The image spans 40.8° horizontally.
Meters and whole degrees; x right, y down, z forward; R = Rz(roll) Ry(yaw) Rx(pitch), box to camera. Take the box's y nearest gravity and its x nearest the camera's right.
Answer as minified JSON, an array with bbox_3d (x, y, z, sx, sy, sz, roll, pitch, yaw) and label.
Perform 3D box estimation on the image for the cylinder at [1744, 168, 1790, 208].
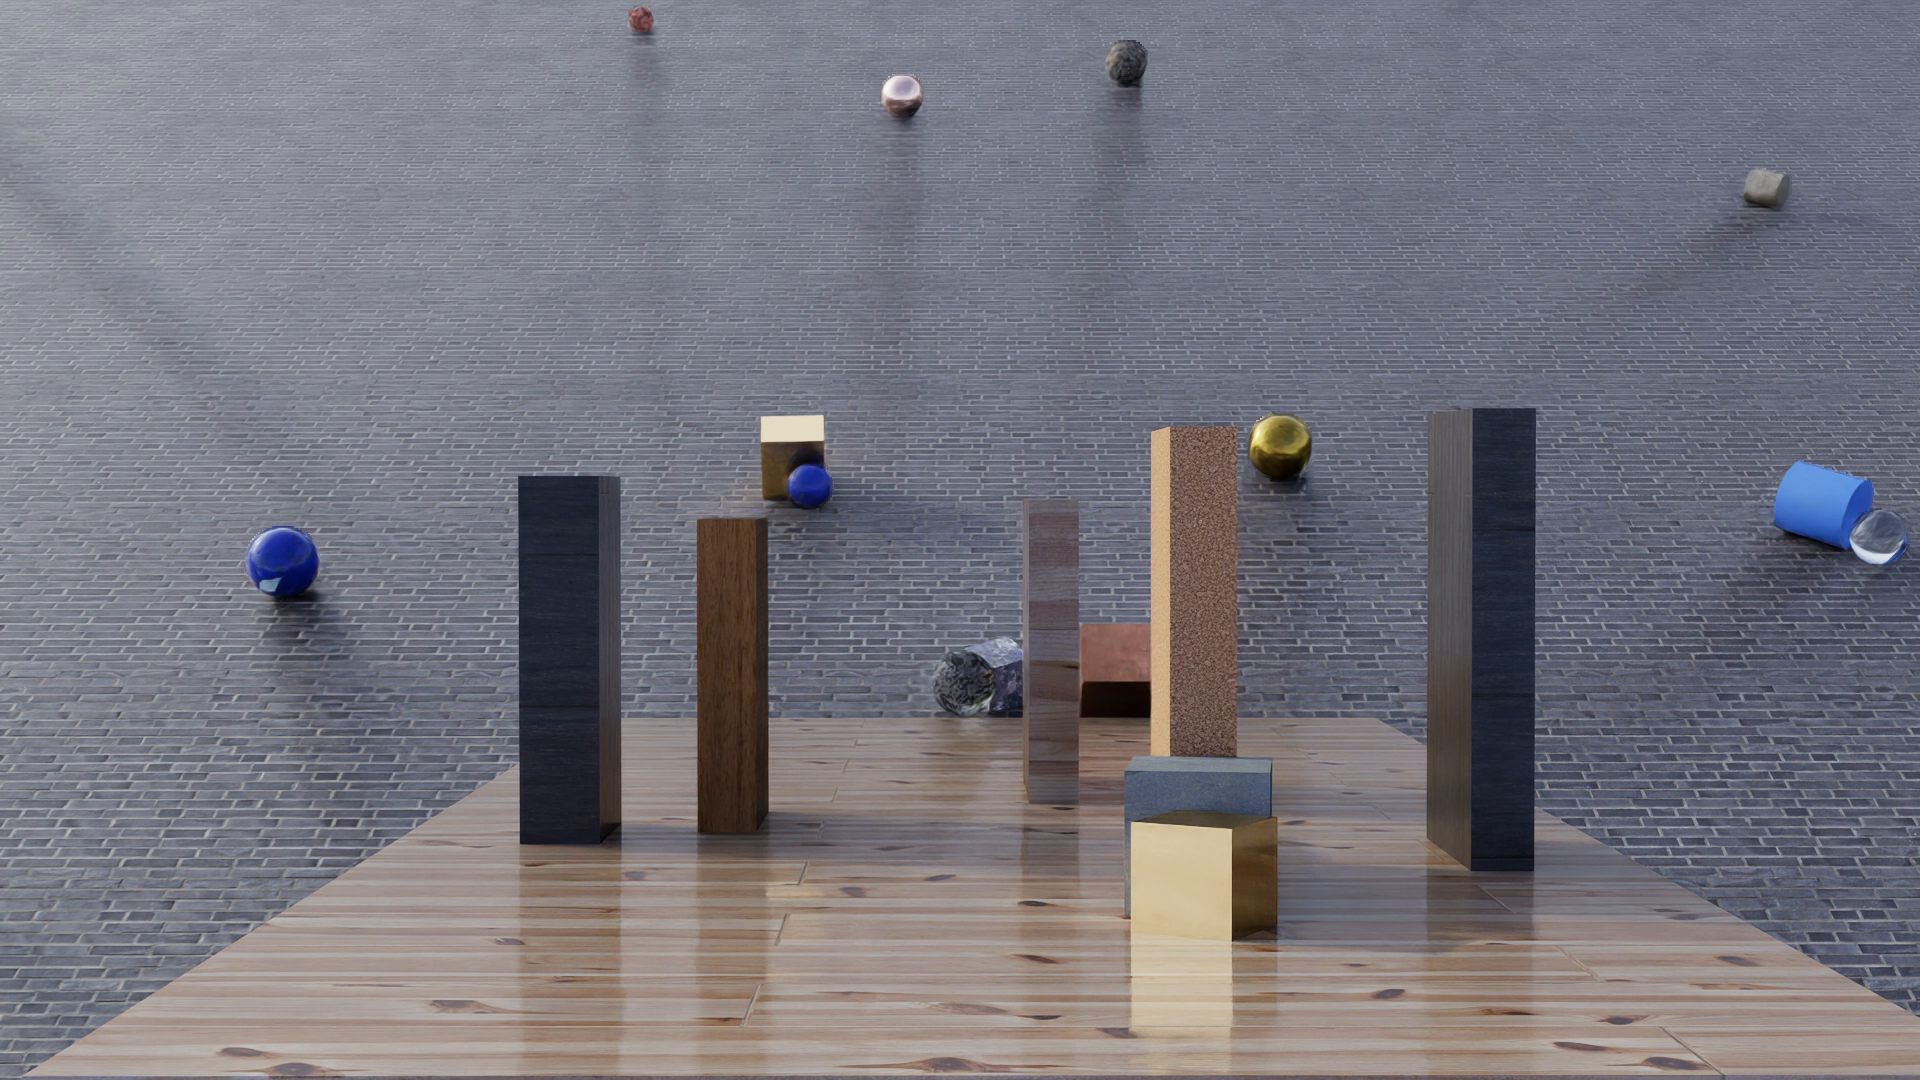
[{"bbox_3d":[3.233,-1.407,10.341,0.135,0.135,0.135,20,33,35],"label":"cylinder"}]

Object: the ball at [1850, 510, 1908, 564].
[{"bbox_3d":[2.678,-0.008,7.521,0.162,0.162,0.162,0,27,0],"label":"ball"}]

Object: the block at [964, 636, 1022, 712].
[{"bbox_3d":[0.102,0.355,6.829,0.132,0.132,0.132,-14,30,-28],"label":"block"}]

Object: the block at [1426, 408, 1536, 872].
[{"bbox_3d":[0.830,0.149,4.129,0.097,0.708,0.374,0,1,0],"label":"block"}]

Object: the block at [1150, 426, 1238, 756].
[{"bbox_3d":[0.352,0.170,3.914,0.097,0.675,0.365,0,1,0],"label":"block"}]

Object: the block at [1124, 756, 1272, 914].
[{"bbox_3d":[0.338,0.414,3.632,0.199,0.199,0.199,0,1,8],"label":"block"}]

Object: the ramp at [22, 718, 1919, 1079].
[{"bbox_3d":[0.060,0.544,4.580,2.000,0.100,4.000,0,1,0],"label":"ramp"}]

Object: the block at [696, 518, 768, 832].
[{"bbox_3d":[-0.398,0.229,4.538,0.101,0.533,0.284,0,1,0],"label":"block"}]

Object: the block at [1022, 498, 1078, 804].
[{"bbox_3d":[0.174,0.203,5.015,0.093,0.565,0.444,0,1,0],"label":"block"}]

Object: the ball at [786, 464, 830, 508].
[{"bbox_3d":[-0.460,-0.166,7.851,0.134,0.134,0.134,0,27,0],"label":"ball"}]

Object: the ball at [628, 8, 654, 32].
[{"bbox_3d":[-1.561,-2.547,12.635,0.121,0.121,0.121,0,27,0],"label":"ball"}]

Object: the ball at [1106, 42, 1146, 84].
[{"bbox_3d":[0.762,-2.191,11.845,0.191,0.191,0.191,0,27,0],"label":"ball"}]

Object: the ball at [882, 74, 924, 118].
[{"bbox_3d":[-0.254,-1.957,11.382,0.187,0.187,0.187,0,27,0],"label":"ball"}]

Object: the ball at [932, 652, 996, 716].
[{"bbox_3d":[0.010,0.372,6.682,0.168,0.168,0.168,0,27,0],"label":"ball"}]

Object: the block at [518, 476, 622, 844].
[{"bbox_3d":[-0.660,0.195,4.384,0.132,0.607,0.275,0,1,0],"label":"block"}]

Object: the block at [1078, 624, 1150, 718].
[{"bbox_3d":[0.406,0.349,6.717,0.185,0.185,0.185,0,50,0],"label":"block"}]

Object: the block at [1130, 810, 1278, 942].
[{"bbox_3d":[0.326,0.445,3.437,0.146,0.146,0.146,1,1,31],"label":"block"}]

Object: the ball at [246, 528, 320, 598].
[{"bbox_3d":[-1.925,0.065,7.332,0.201,0.201,0.201,0,27,0],"label":"ball"}]

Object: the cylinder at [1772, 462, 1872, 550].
[{"bbox_3d":[2.558,-0.103,7.658,0.208,0.208,0.208,21,34,36],"label":"cylinder"}]

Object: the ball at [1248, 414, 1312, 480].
[{"bbox_3d":[0.996,-0.290,8.039,0.201,0.201,0.201,0,27,0],"label":"ball"}]

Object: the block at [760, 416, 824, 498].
[{"bbox_3d":[-0.516,-0.257,7.985,0.192,0.192,0.192,-1,27,-3],"label":"block"}]
